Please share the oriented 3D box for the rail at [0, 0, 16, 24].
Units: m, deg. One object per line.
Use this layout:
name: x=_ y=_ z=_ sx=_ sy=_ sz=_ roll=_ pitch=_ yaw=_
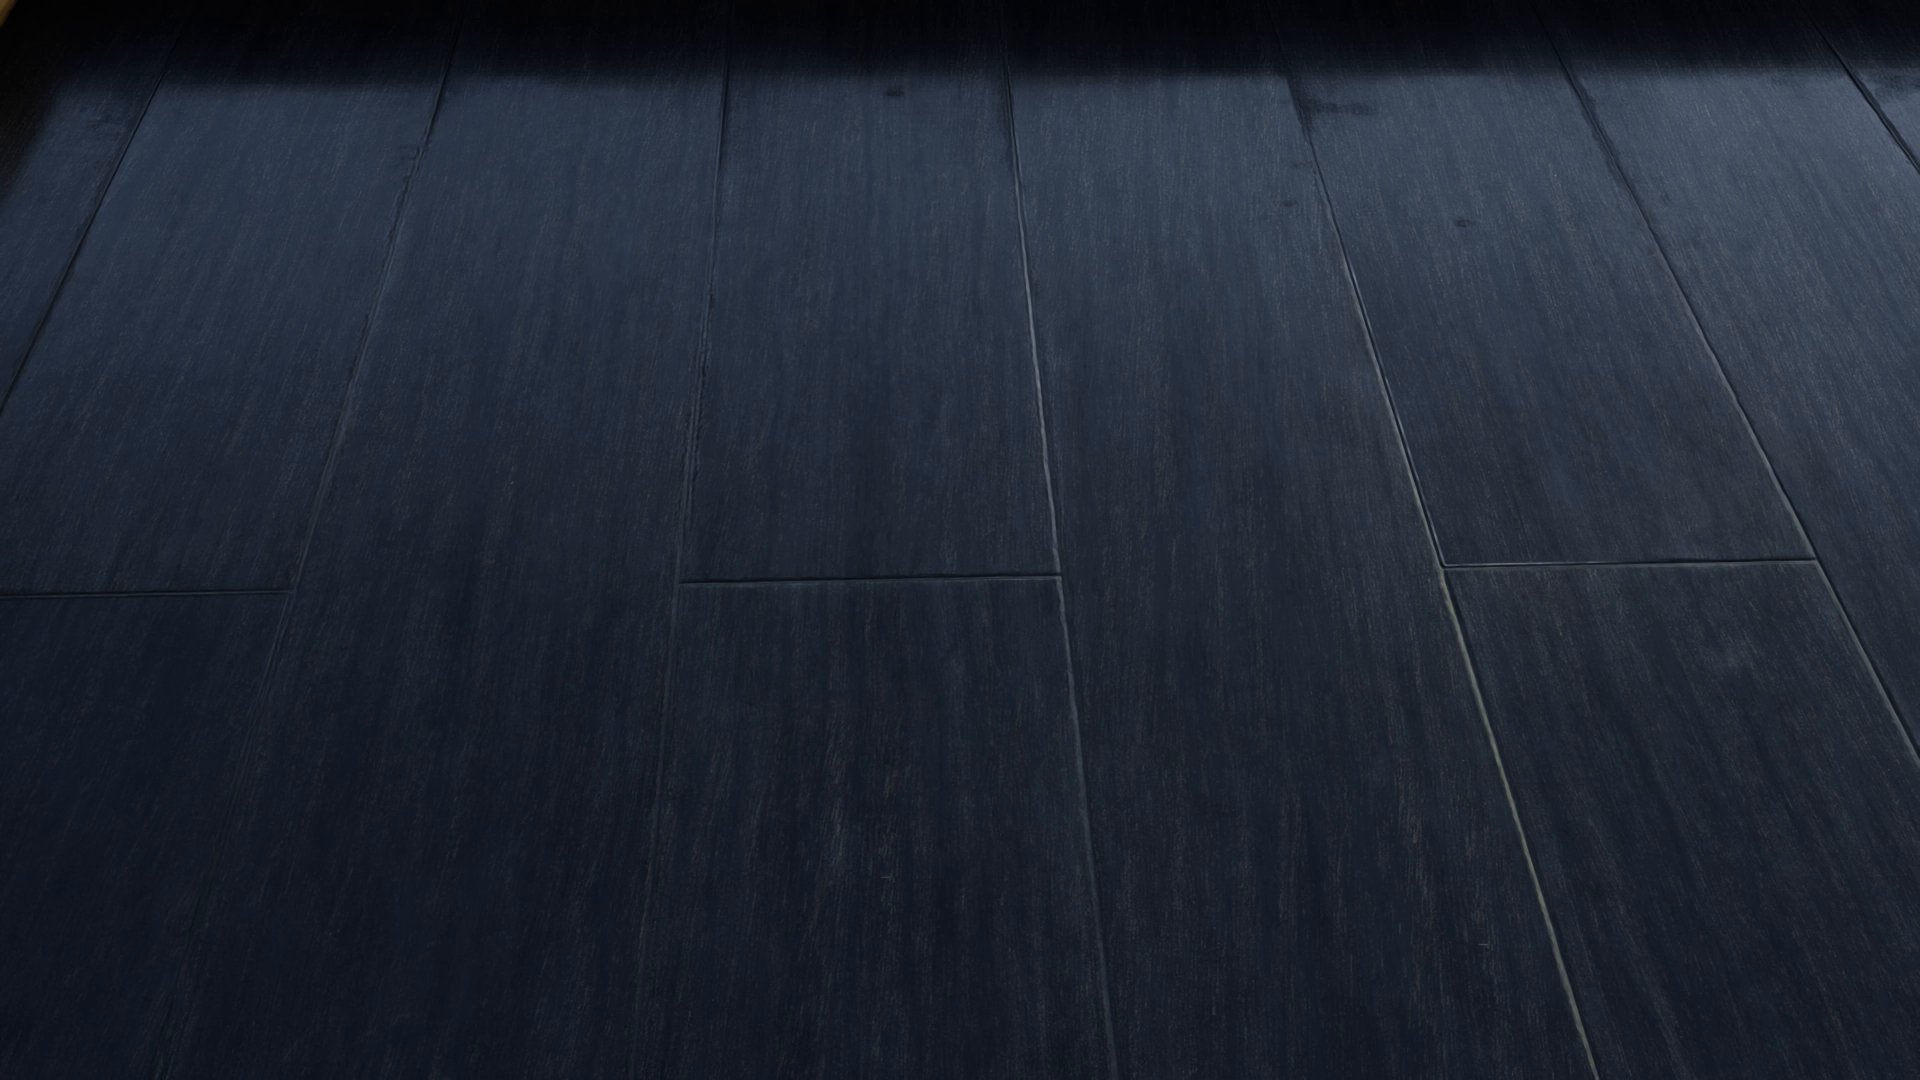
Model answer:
rail: x=-0.831 y=-0.004 z=1.614 sx=0.045 sy=0.120 sz=1.988 roll=-1 pitch=36 yaw=-2
